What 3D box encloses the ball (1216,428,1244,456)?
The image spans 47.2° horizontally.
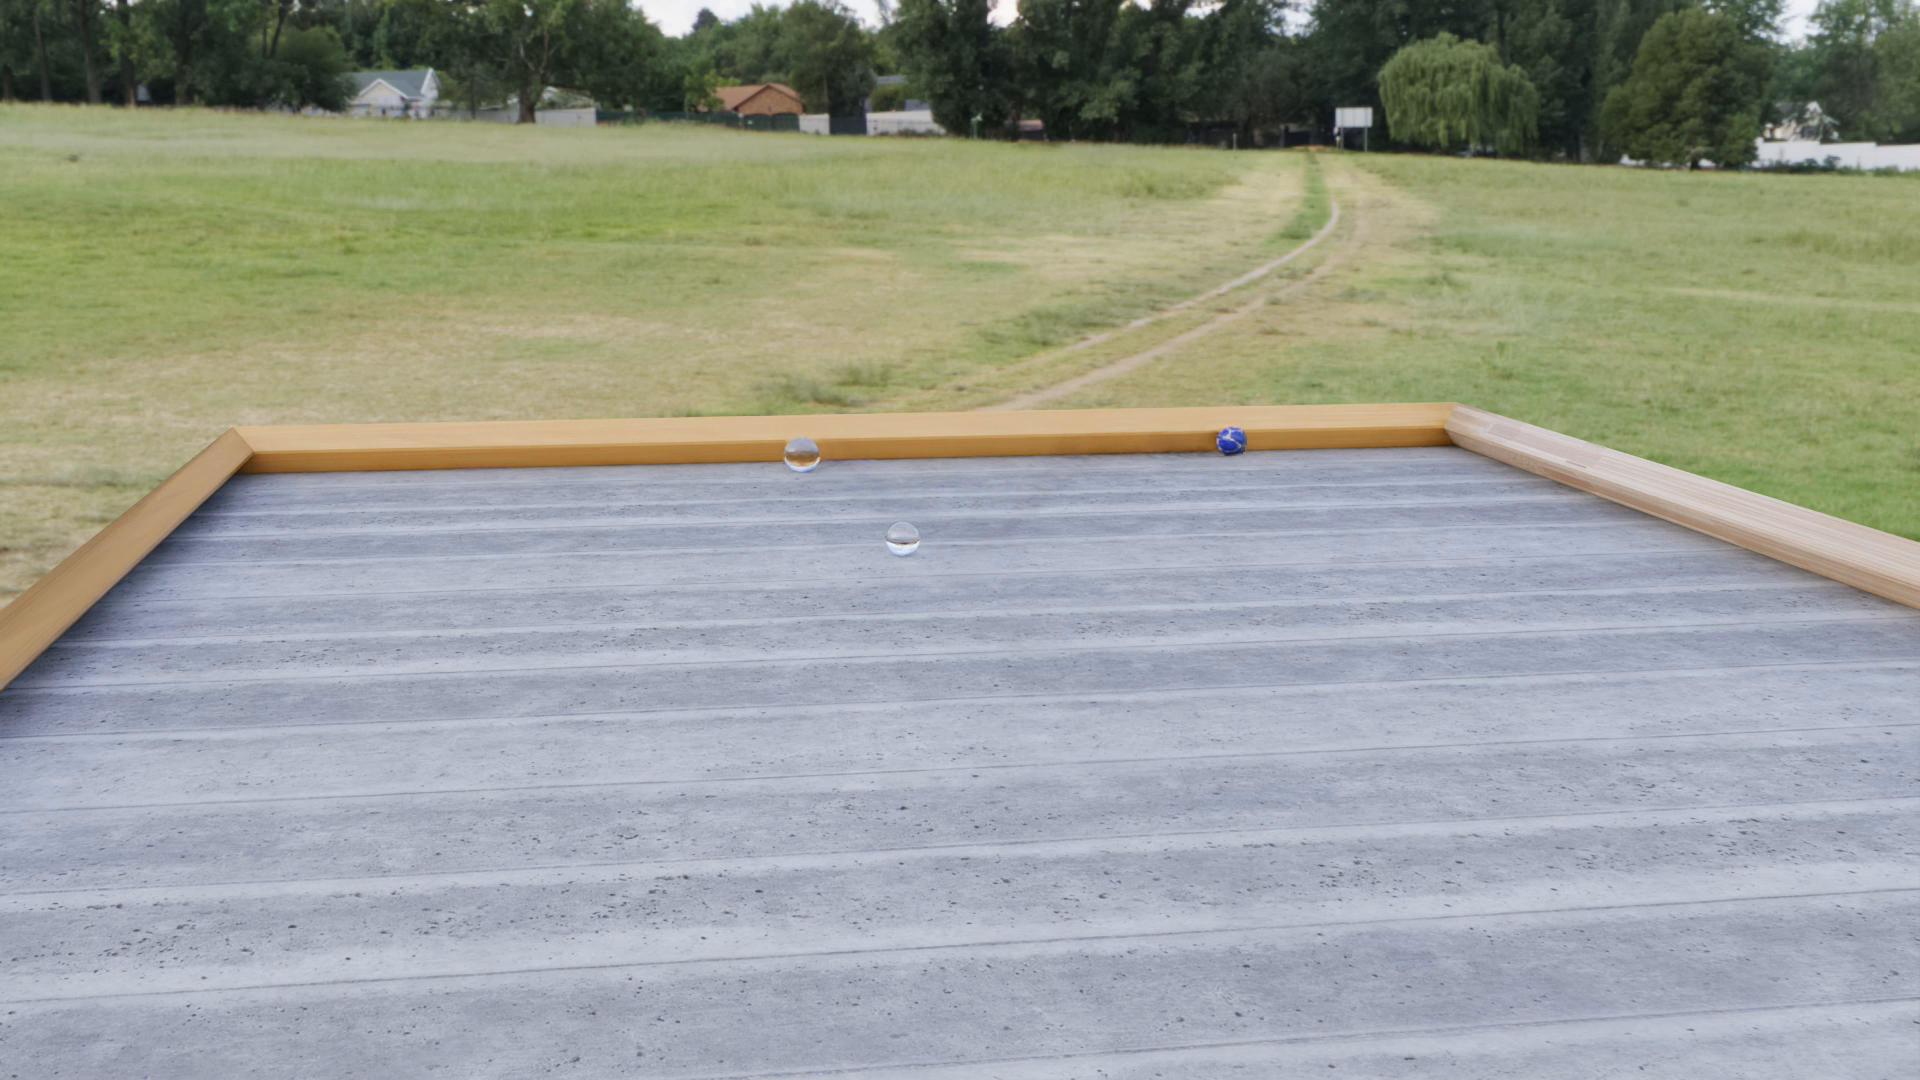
[{"bbox_3d":[0.549,-0.200,4.461,0.057,0.057,0.057,0,10,0],"label":"ball"}]

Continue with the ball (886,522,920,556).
[{"bbox_3d":[-0.088,-0.002,3.386,0.052,0.052,0.052,0,10,0],"label":"ball"}]

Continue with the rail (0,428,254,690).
[{"bbox_3d":[-1.017,0.213,2.095,0.045,0.090,4.377,-2,10,-9],"label":"rail"}]

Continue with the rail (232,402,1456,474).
[{"bbox_3d":[-0.173,-0.204,4.389,2.467,0.090,0.045,-2,10,-9],"label":"rail"}]

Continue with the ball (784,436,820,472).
[{"bbox_3d":[-0.305,-0.165,4.239,0.069,0.069,0.069,0,10,0],"label":"ball"}]

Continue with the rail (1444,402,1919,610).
[{"bbox_3d":[1.371,0.143,2.480,0.045,0.090,4.377,-2,10,-9],"label":"rail"}]
